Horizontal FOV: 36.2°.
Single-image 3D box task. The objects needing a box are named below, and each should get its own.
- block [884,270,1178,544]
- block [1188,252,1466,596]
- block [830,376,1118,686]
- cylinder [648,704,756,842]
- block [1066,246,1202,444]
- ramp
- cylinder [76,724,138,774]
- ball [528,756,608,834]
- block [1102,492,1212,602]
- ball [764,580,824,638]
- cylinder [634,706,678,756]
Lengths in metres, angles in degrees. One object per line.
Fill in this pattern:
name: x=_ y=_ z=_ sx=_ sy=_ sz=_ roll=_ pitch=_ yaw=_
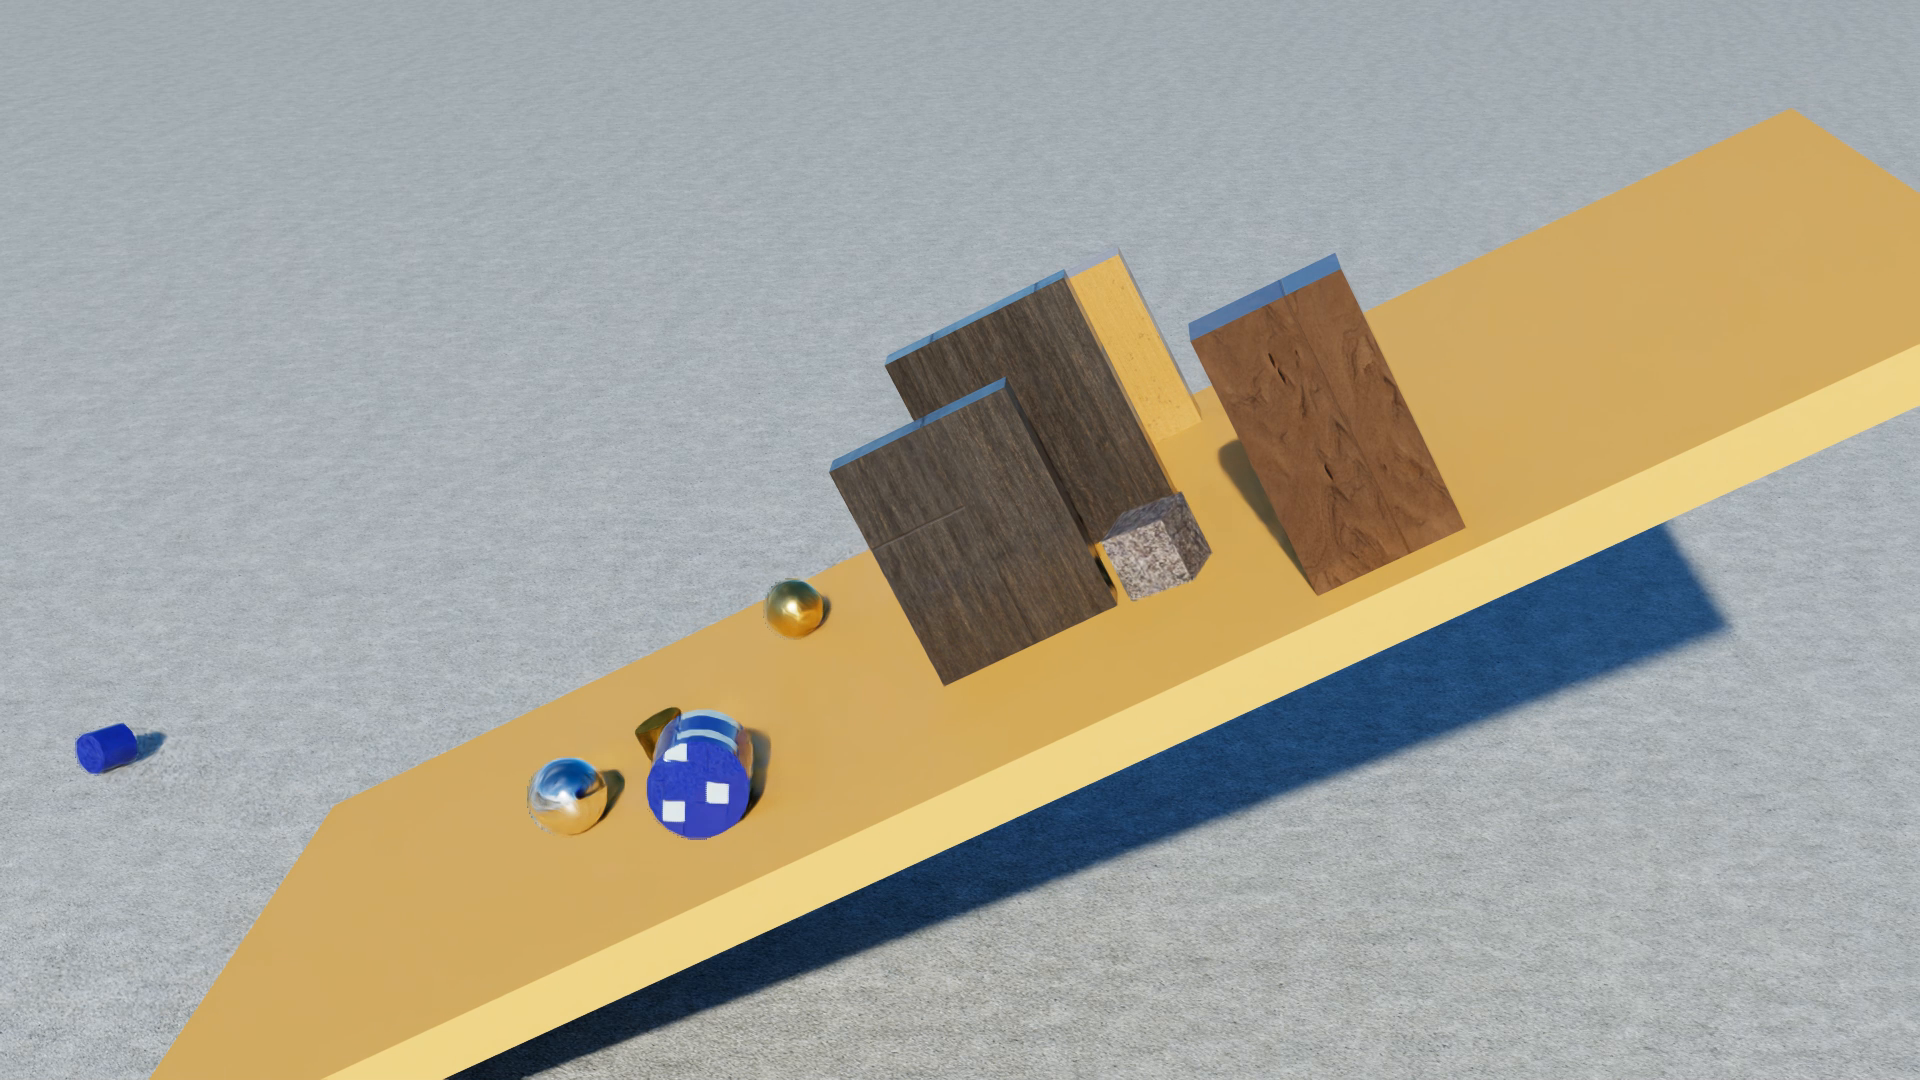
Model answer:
block: x=0.157 y=-0.237 z=6.335 sx=0.427 sy=0.554 sz=0.092 roll=-25 pitch=14 yaw=10
block: x=0.661 y=-0.207 z=5.306 sx=0.293 sy=0.528 sz=0.145 roll=-25 pitch=14 yaw=10
block: x=0.030 y=-0.014 z=5.882 sx=0.389 sy=0.500 sz=0.089 roll=-25 pitch=14 yaw=10
cylinder: x=-0.513 y=0.462 z=5.827 sx=0.201 sy=0.201 sz=0.201 roll=-3 pitch=25 yaw=-9
block: x=0.305 y=-0.405 z=6.898 sx=0.364 sy=0.442 sz=0.104 roll=-25 pitch=14 yaw=10
ramp: x=0.139 y=0.168 z=6.281 sx=4.000 sy=0.100 sz=2.000 roll=-25 pitch=14 yaw=10
cylinder: x=-2.335 y=0.570 z=8.050 sx=0.113 sy=0.113 sz=0.113 roll=11 pitch=18 yaw=33
ball: x=-0.830 y=0.541 z=6.228 sx=0.165 sy=0.165 sz=0.165 roll=0 pitch=17 yaw=0
block: x=0.391 y=0.014 z=5.843 sx=0.141 sy=0.141 sz=0.141 roll=-20 pitch=16 yaw=29
ball: x=-0.384 y=0.159 z=6.823 sx=0.136 sy=0.136 sz=0.136 roll=0 pitch=17 yaw=0
cylinder: x=-0.629 y=0.435 z=6.346 sx=0.109 sy=0.109 sz=0.109 roll=-26 pitch=14 yaw=7
